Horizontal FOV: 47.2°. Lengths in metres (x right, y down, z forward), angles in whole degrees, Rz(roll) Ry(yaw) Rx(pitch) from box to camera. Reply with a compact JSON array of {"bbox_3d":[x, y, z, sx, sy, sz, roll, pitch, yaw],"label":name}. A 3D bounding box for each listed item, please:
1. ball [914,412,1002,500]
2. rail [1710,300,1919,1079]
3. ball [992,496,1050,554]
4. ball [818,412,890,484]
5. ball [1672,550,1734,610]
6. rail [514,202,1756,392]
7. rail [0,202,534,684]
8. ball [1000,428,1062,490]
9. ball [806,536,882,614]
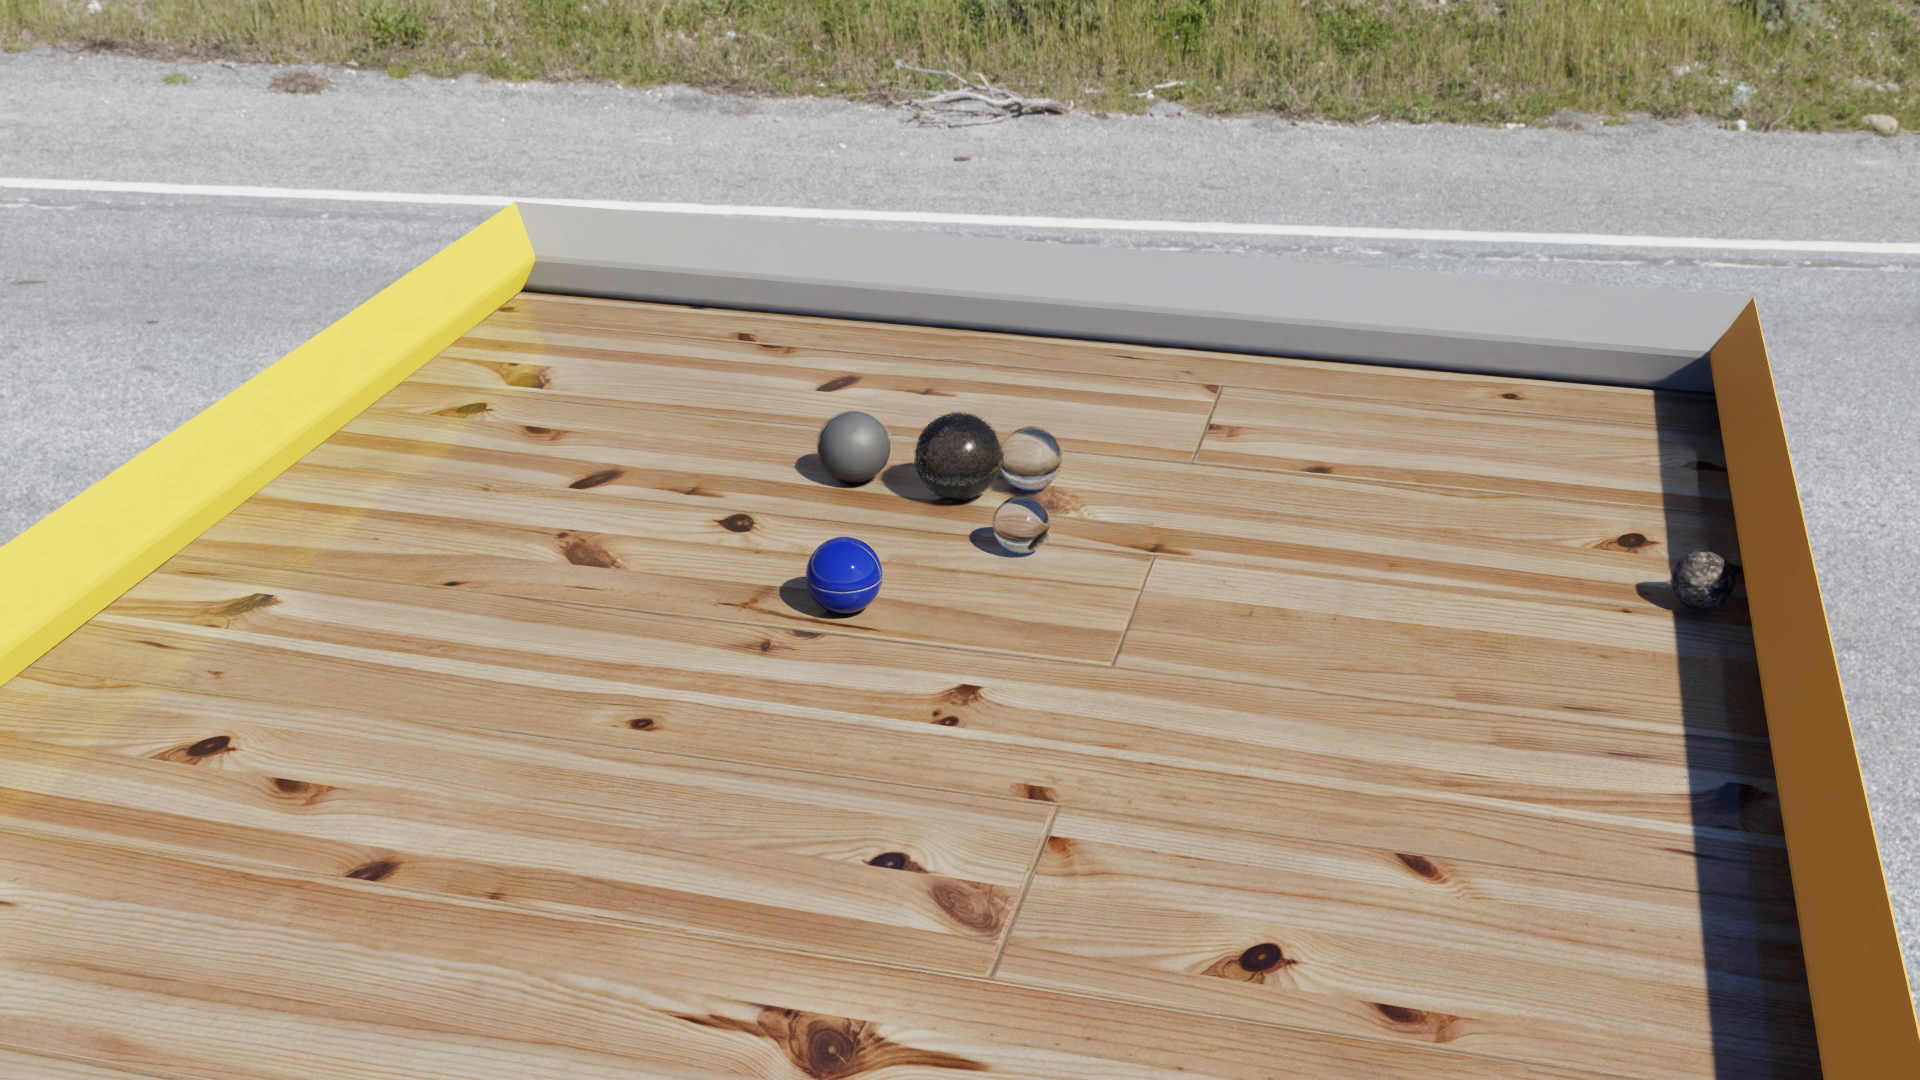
[{"bbox_3d":[-0.002,-0.092,2.420,0.096,0.096,0.096,0,26,0],"label":"ball"},{"bbox_3d":[0.590,0.361,1.436,0.045,0.125,2.877,6,26,13],"label":"rail"},{"bbox_3d":[0.064,-0.016,2.302,0.061,0.061,0.061,0,26,0],"label":"ball"},{"bbox_3d":[-0.118,-0.104,2.464,0.080,0.080,0.080,0,26,0],"label":"ball"},{"bbox_3d":[0.738,0.040,2.186,0.059,0.059,0.059,0,26,0],"label":"ball"},{"bbox_3d":[0.170,-0.313,2.848,1.625,0.125,0.045,6,26,13],"label":"rail"},{"bbox_3d":[-0.940,0.195,1.783,0.045,0.125,2.877,6,26,13],"label":"rail"},{"bbox_3d":[0.078,-0.090,2.446,0.071,0.071,0.071,0,26,0],"label":"ball"},{"bbox_3d":[-0.115,0.035,2.177,0.077,0.077,0.077,0,26,0],"label":"ball"}]
